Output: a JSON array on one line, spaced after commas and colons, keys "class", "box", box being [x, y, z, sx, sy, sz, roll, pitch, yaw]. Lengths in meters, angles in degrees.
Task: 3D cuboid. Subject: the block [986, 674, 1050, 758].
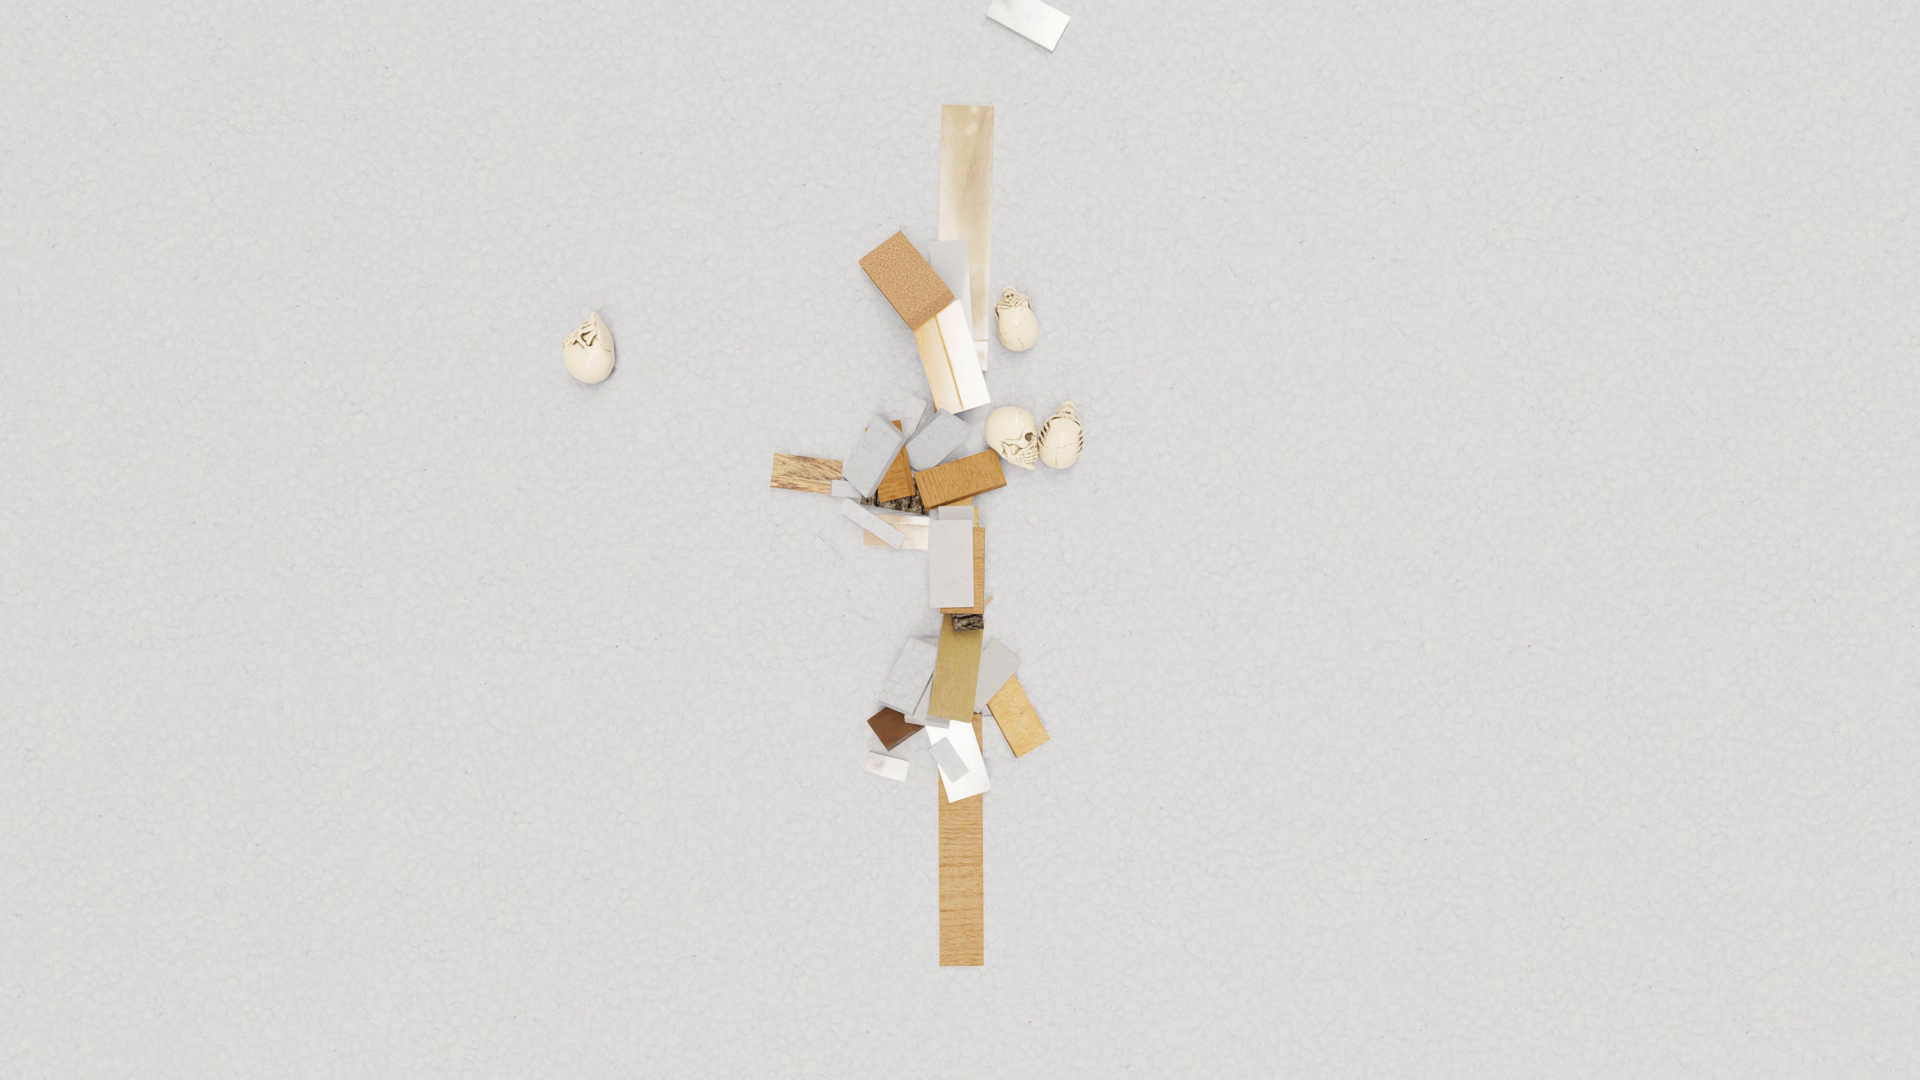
[{"class": "block", "box": [0.181, 0.581, 5.470, 0.126, 0.036, 0.253, -29, 90, -12]}]

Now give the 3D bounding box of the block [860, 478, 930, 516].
[{"class": "block", "box": [-0.208, -0.157, 5.484, 0.230, 0.033, 0.115, 10, 90, 0]}]

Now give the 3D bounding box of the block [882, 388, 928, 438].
[{"class": "block", "box": [-0.213, -0.369, 5.482, 0.124, 0.035, 0.248, 24, 90, 0]}]

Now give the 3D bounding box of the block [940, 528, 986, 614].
[{"class": "block", "box": [0.008, 0.099, 5.342, 0.140, 0.040, 0.280, 1, 85, 3]}]

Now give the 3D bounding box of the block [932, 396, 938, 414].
[{"class": "block", "box": [-0.040, -0.541, 5.398, 0.124, 0.035, 0.248, -9, 90, 0]}]

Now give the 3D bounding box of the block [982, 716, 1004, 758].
[{"class": "block", "box": [0.109, 0.655, 5.490, 0.069, 0.020, 0.139, -1, 90, 0]}]

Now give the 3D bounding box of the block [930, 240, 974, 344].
[{"class": "block", "box": [-0.025, -0.737, 5.433, 0.124, 0.035, 0.493, -3, 90, 0]}]

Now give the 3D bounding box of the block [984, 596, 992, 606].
[{"class": "block", "box": [0.073, 0.220, 5.477, 0.092, 0.046, 0.013, -44, 91, 0]}]

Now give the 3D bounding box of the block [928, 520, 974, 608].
[{"class": "block", "box": [-0.027, 0.077, 5.306, 0.140, 0.040, 0.280, -1, 85, 3]}]

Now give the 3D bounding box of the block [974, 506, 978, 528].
[{"class": "block", "box": [0.010, -0.001, 5.449, 0.107, 0.030, 0.214, -3, 73, 1]}]

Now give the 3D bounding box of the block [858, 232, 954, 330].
[{"class": "block", "box": [-0.177, -0.850, 5.378, 0.173, 0.049, 0.346, -36, 54, 0]}]

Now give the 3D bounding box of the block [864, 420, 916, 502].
[{"class": "block", "box": [-0.229, -0.258, 5.413, 0.125, 0.035, 0.250, -12, 90, 37]}]

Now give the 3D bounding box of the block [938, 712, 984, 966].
[{"class": "block", "box": [0.003, 0.993, 5.479, 0.146, 0.041, 0.834, 0, 90, 0]}]

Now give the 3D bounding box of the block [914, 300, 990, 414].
[{"class": "block", "box": [-0.034, -0.586, 5.356, 0.173, 0.049, 0.346, -17, 90, 0]}]

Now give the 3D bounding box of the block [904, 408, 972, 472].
[{"class": "block", "box": [-0.087, -0.321, 5.386, 0.125, 0.035, 0.250, 31, 132, -23]}]

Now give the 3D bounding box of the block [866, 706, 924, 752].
[{"class": "block", "box": [-0.171, 0.575, 5.411, 0.244, 0.035, 0.122, -34, 64, -8]}]

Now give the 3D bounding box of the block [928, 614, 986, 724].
[{"class": "block", "box": [-0.010, 0.408, 5.345, 0.140, 0.040, 0.398, 14, 48, -6]}]

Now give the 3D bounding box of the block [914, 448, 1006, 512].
[{"class": "block", "box": [0.001, -0.199, 5.441, 0.282, 0.036, 0.126, -18, 72, -4]}]

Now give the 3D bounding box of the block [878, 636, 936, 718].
[{"class": "block", "box": [-0.159, 0.445, 5.377, 0.122, 0.035, 0.244, 21, 64, 13]}]

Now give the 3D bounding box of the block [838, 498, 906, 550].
[{"class": "block", "box": [-0.289, -0.055, 5.462, 0.238, 0.015, 0.053, 33, 90, 0]}]

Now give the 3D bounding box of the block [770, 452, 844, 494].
[{"class": "block", "box": [-0.509, -0.218, 5.484, 0.230, 0.033, 0.115, 7, 90, 0]}]

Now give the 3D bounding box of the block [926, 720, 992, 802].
[{"class": "block", "box": [-0.008, 0.702, 5.438, 0.146, 0.041, 0.292, -17, 90, 0]}]

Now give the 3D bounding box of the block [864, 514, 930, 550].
[{"class": "block", "box": [-0.211, -0.029, 5.485, 0.214, 0.030, 0.107, 4, 90, 0]}]

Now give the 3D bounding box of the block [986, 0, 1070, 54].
[{"class": "block", "box": [0.225, -1.737, 5.482, 0.253, 0.036, 0.126, 28, 90, 0]}]

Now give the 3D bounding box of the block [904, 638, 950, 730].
[{"class": "block", "box": [-0.081, 0.468, 5.405, 0.146, 0.041, 0.292, 8, 62, 6]}]

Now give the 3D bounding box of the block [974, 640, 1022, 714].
[{"class": "block", "box": [0.088, 0.445, 5.406, 0.122, 0.035, 0.244, 39, 54, 8]}]

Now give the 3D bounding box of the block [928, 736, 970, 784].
[{"class": "block", "box": [-0.037, 0.722, 5.408, 0.069, 0.020, 0.139, -34, 90, 0]}]

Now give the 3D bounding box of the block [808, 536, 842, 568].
[{"class": "block", "box": [-0.449, 0.041, 5.492, 0.106, 0.015, 0.053, 40, 90, 0]}]

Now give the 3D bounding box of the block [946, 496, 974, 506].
[{"class": "block", "box": [-0.013, -0.116, 5.452, 0.107, 0.030, 0.214, 4, 74, 3]}]

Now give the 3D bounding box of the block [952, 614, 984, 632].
[{"class": "block", "box": [0.020, 0.198, 5.383, 0.098, 0.028, 0.195, -6, 69, 0]}]

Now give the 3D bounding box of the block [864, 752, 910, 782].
[{"class": "block", "box": [-0.243, 0.754, 5.490, 0.139, 0.020, 0.069, 15, 90, 0]}]

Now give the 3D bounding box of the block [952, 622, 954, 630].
[{"class": "block", "box": [0.015, 0.207, 5.433, 0.098, 0.028, 0.195, -7, 56, 0]}]

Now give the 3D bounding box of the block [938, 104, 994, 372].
[{"class": "block", "box": [0.015, -1.000, 5.475, 0.173, 0.049, 0.875, 2, 90, 0]}]

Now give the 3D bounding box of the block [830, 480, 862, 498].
[{"class": "block", "box": [-0.378, -0.169, 5.469, 0.106, 0.015, 0.053, 4, 91, -26]}]

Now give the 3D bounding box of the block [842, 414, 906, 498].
[{"class": "block", "box": [-0.281, -0.275, 5.402, 0.125, 0.035, 0.250, 45, 119, 22]}]

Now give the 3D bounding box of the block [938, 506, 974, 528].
[{"class": "block", "box": [-0.009, 0.015, 5.387, 0.115, 0.033, 0.251, -2, 84, 3]}]
